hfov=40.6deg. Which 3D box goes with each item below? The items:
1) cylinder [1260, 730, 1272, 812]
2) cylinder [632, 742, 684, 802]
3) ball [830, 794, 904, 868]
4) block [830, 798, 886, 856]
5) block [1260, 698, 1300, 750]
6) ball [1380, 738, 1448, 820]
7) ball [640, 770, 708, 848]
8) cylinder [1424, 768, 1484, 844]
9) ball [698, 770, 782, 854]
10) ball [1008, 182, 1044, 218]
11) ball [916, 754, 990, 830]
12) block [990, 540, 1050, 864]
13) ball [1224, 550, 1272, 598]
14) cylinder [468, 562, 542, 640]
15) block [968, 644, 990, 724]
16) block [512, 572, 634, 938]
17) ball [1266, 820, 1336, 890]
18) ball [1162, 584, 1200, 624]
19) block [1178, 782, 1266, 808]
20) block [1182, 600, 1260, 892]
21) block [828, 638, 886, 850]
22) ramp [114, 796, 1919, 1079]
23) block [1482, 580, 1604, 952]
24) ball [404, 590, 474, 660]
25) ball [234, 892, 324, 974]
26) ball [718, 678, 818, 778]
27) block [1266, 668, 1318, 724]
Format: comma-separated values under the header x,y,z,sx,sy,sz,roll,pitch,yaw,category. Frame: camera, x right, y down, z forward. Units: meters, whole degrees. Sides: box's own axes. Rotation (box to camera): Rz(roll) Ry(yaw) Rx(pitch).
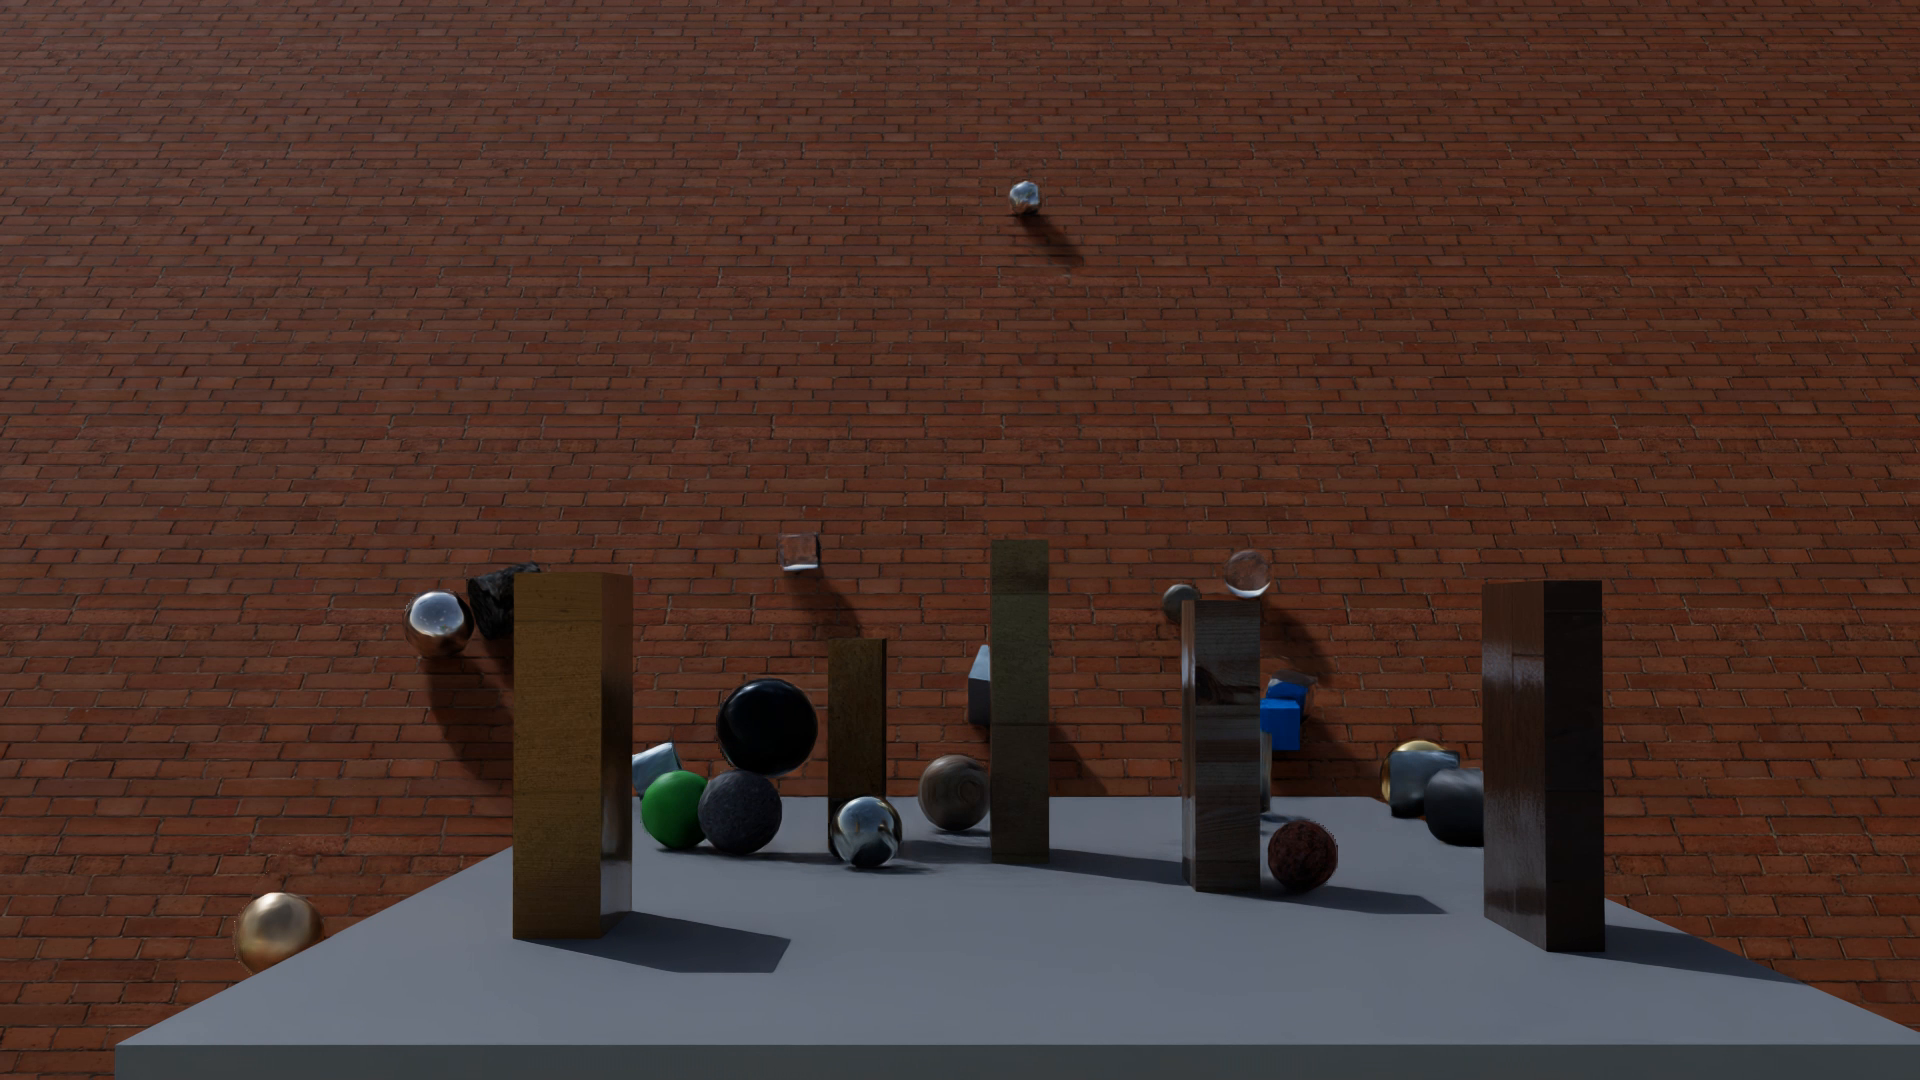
x,y,z,sx,sy,sz,roll,pitch,yaw,category
0.650,0.550,6.186,0.179,0.179,0.179,2,77,3,cylinder
-0.745,0.570,6.383,0.118,0.118,0.118,-21,37,-3,cylinder
-0.175,0.547,4.882,0.137,0.137,0.137,0,35,0,ball
-0.201,0.571,5.180,0.107,0.107,0.107,0,-2,-8,block
0.859,0.504,7.083,0.117,0.117,0.117,-1,9,-1,block
1.152,0.597,6.504,0.202,0.202,0.202,0,35,0,ball
-0.570,0.549,5.293,0.159,0.159,0.159,0,35,0,ball
1.074,0.554,5.399,0.154,0.154,0.154,-1,26,45,cylinder
-0.437,0.540,5.162,0.168,0.168,0.168,0,35,0,ball
0.243,-1.263,9.632,0.131,0.131,0.131,0,35,0,ball
-0.010,0.557,5.733,0.169,0.169,0.169,0,35,0,ball
0.116,0.314,5.149,0.109,0.619,0.345,0,-2,0,block
0.849,0.101,7.670,0.144,0.144,0.144,0,35,0,ball
-1.301,0.175,7.516,0.185,0.185,0.185,-18,39,-25,cylinder
0.116,0.409,7.220,0.154,0.154,0.154,8,36,12,block
-0.588,0.319,3.974,0.128,0.535,0.364,0,-2,0,block
0.587,0.542,4.458,0.119,0.119,0.119,0,35,0,ball
0.645,0.185,7.576,0.115,0.115,0.115,0,35,0,ball
0.576,0.562,5.722,0.115,0.115,0.115,-35,16,-27,block
0.458,0.356,4.585,0.111,0.498,0.272,0,-2,0,block
-0.212,0.419,5.409,0.109,0.426,0.329,0,-2,0,block
0.077,0.664,4.833,2.000,0.100,4.000,0,-2,0,ramp
0.861,0.323,3.858,0.082,0.519,0.433,0,-2,0,block
-1.489,0.243,7.420,0.198,0.198,0.198,0,35,0,ball
-1.574,0.916,6.009,0.202,0.202,0.202,0,35,0,ball
-0.388,0.379,5.239,0.203,0.203,0.203,0,35,0,ball
0.917,0.432,7.199,0.109,0.109,0.109,15,17,20,block
